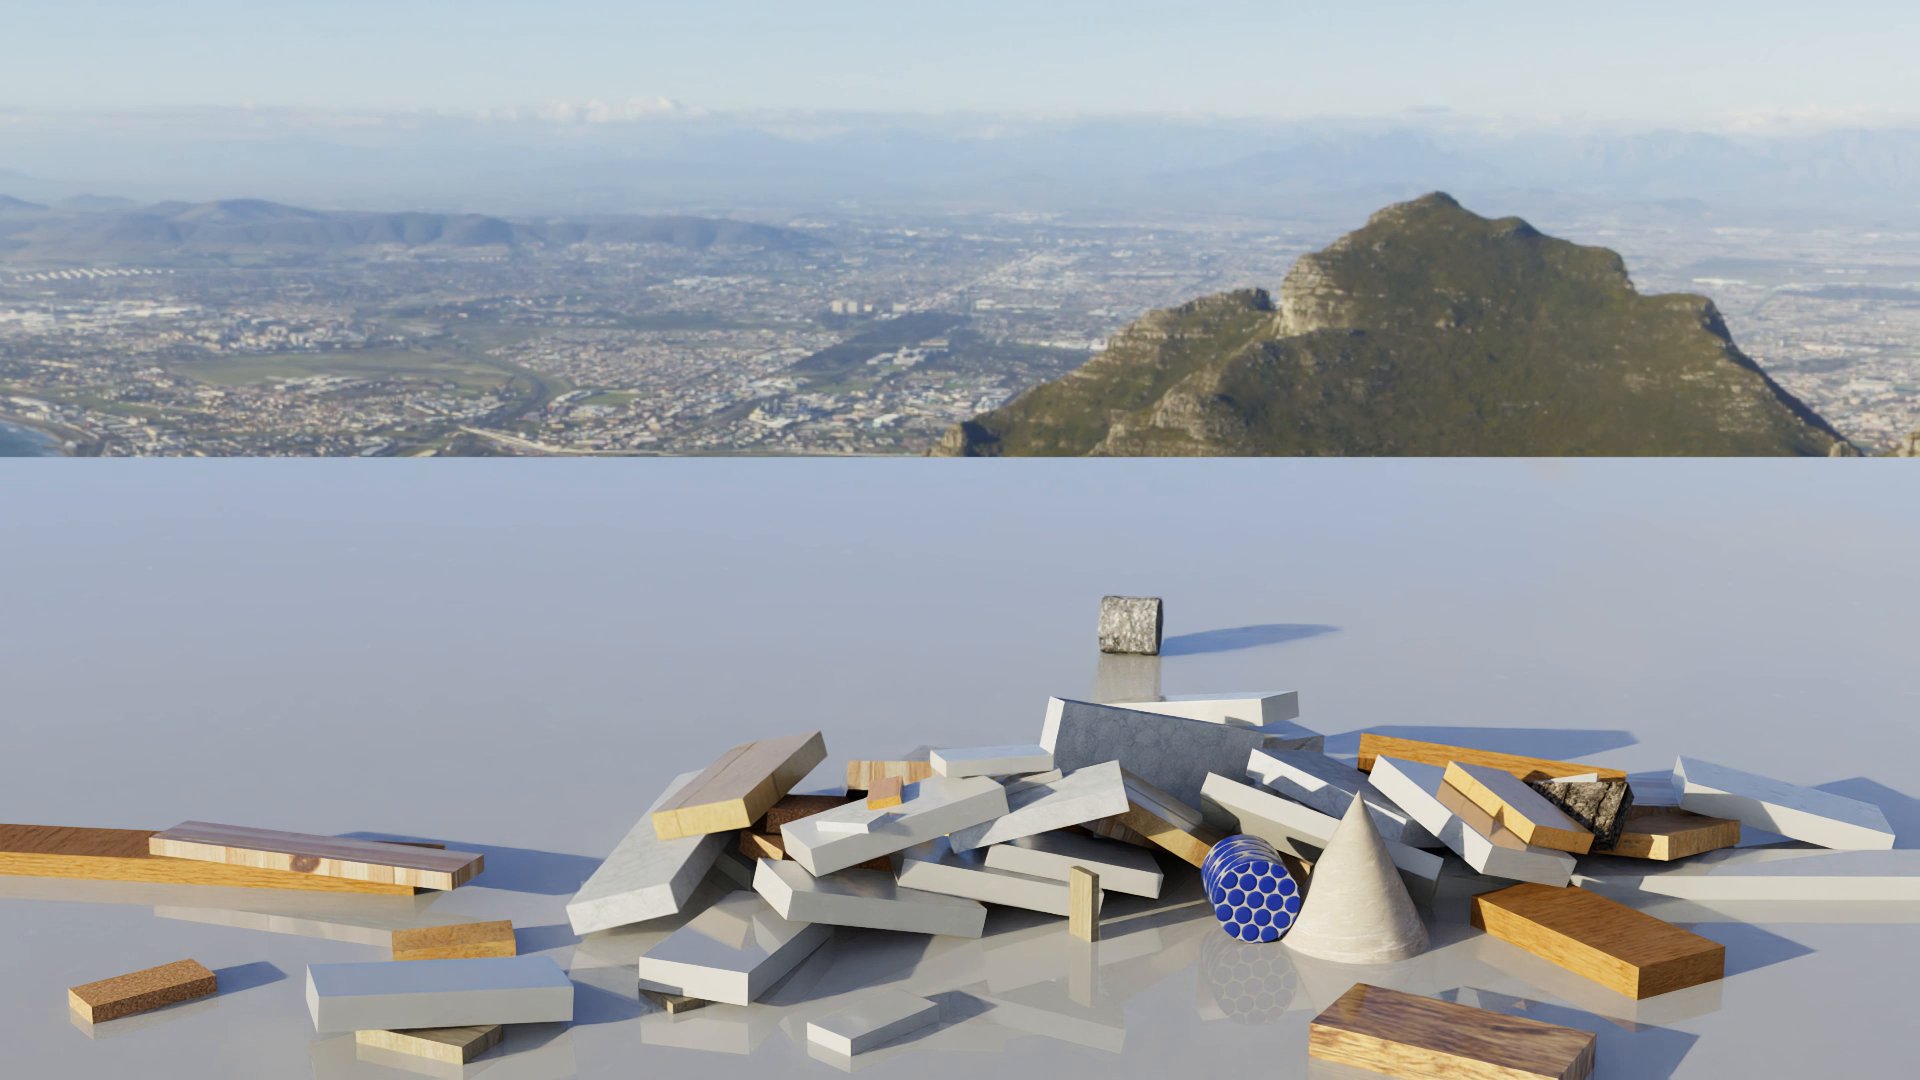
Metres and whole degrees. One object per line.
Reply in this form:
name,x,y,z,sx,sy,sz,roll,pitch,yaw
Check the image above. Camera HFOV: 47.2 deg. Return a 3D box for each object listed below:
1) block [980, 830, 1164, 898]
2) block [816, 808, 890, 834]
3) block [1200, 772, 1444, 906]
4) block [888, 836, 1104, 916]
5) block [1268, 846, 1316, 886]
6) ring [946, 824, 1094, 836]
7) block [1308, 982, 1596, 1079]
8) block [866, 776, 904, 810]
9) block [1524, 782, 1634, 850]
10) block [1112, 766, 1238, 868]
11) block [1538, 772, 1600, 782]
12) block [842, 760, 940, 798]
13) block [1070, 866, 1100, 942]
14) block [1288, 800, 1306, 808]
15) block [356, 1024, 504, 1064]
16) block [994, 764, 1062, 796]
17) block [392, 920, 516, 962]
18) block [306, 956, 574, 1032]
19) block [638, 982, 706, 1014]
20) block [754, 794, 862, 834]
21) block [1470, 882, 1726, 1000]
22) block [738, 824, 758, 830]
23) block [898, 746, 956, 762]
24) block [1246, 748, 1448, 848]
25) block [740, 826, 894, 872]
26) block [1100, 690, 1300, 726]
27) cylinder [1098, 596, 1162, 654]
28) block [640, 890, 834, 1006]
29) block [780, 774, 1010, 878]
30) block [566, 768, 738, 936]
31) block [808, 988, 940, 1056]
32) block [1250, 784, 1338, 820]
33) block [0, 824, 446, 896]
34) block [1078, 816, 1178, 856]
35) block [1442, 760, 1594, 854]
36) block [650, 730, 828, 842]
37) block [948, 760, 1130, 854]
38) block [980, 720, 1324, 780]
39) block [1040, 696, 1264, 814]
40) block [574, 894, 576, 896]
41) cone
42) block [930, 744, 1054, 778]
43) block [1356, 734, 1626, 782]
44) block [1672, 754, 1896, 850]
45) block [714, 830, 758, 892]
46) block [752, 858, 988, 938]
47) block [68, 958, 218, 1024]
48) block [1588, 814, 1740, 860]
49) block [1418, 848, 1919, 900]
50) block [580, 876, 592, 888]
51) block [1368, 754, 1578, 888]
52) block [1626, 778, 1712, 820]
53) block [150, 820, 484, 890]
block,0.178,0.521,3.622,0.290,0.041,0.145,12,9,-8
block,-0.168,0.443,3.464,0.109,0.015,0.054,-3,14,40
block,0.590,0.491,3.607,0.399,0.040,0.140,19,-22,17
block,0.056,0.544,3.590,0.331,0.047,0.166,11,9,-10
block,0.559,0.529,3.840,0.140,0.040,0.280,-7,16,-36
ring,0.085,0.512,3.827,0.297,0.099,0.297,-1,11,0
block,0.671,0.689,3.002,0.344,0.049,0.172,7,12,31
block,-0.121,0.411,3.576,0.054,0.015,0.109,-12,11,3
block,0.915,0.475,3.792,0.468,0.035,0.125,-5,35,39
block,0.377,0.488,3.690,0.290,0.041,0.145,31,13,-5
block,0.980,0.476,3.807,0.250,0.035,0.125,-13,32,30
block,-0.119,0.443,3.947,0.175,0.050,0.350,1,-13,-5
block,0.196,0.573,3.463,0.015,0.109,0.054,-7,13,-35
block,0.538,0.472,3.726,0.092,0.026,0.184,36,-20,-24
block,-0.741,0.688,3.071,0.183,0.026,0.091,5,12,24
block,0.113,0.395,3.630,0.104,0.015,0.052,-16,10,-9
block,-0.785,0.625,3.409,0.183,0.026,0.091,-3,11,-15
block,-0.739,0.641,3.118,0.347,0.049,0.174,2,4,-22
block,-0.423,0.665,3.223,0.053,0.015,0.105,-8,13,-35
block,-0.209,0.475,3.796,0.291,0.041,0.145,5,3,-19
block,0.982,0.613,3.409,0.178,0.050,0.356,-6,12,-29
block,-0.301,0.499,3.893,0.175,0.025,0.087,5,11,21
block,-0.070,0.446,4.375,0.087,0.025,0.175,4,11,21
block,0.685,0.446,3.817,0.175,0.049,0.349,7,11,-42
block,-0.211,0.524,3.732,0.291,0.041,0.145,4,7,-34
block,0.447,0.325,4.186,0.350,0.050,0.175,-5,-1,31
cylinder,0.416,0.208,5.351,0.137,0.137,0.137,2,11,13
block,-0.333,0.616,3.347,0.172,0.049,0.344,5,9,18
block,-0.106,0.449,3.530,0.331,0.047,0.166,-16,11,-19
block,-0.481,0.508,3.749,0.174,0.049,0.669,-14,9,11
block,-0.122,0.681,3.111,0.087,0.025,0.175,10,14,43
block,0.620,0.489,3.841,0.141,0.040,0.283,-2,13,-19
block,-1.406,0.545,3.797,1.024,0.041,0.145,1,11,8
block,0.300,0.495,3.773,0.280,0.040,0.140,21,-4,-39
block,0.928,0.444,3.664,0.125,0.035,0.250,12,14,-25
block,-0.375,0.420,3.785,0.174,0.049,0.347,-12,10,21
block,0.126,0.432,3.579,0.290,0.041,0.145,-14,11,3
block,0.327,0.400,4.068,0.717,0.050,0.175,-4,11,-27
block,0.339,0.399,3.932,0.436,0.175,0.049,11,2,-28
block,-0.580,0.595,3.600,0.104,0.015,0.052,-1,11,-3
cone,0.623,0.508,3.455,0.239,0.239,0.239,0,11,0
block,0.053,0.364,3.634,0.184,0.026,0.092,-2,7,-16
block,0.943,0.440,3.941,0.458,0.049,0.172,7,-31,12
block,1.467,0.478,3.936,0.356,0.050,0.178,14,13,10
block,-0.358,0.544,3.817,0.128,0.036,0.256,-6,12,-29
block,-0.142,0.565,3.470,0.331,0.047,0.166,10,6,-25
block,-1.197,0.660,3.223,0.183,0.026,0.091,-9,14,-41
block,1.216,0.510,3.790,0.141,0.040,0.283,0,0,43
block,1.226,0.563,3.707,1.052,0.040,0.141,0,11,0
block,-0.577,0.580,3.684,0.104,0.015,0.052,6,12,27
block,0.847,0.464,3.658,0.175,0.049,0.349,13,14,-25
block,1.145,0.487,4.087,0.537,0.050,0.178,2,11,8
block,-1.085,0.528,3.697,0.586,0.029,0.102,3,11,18
